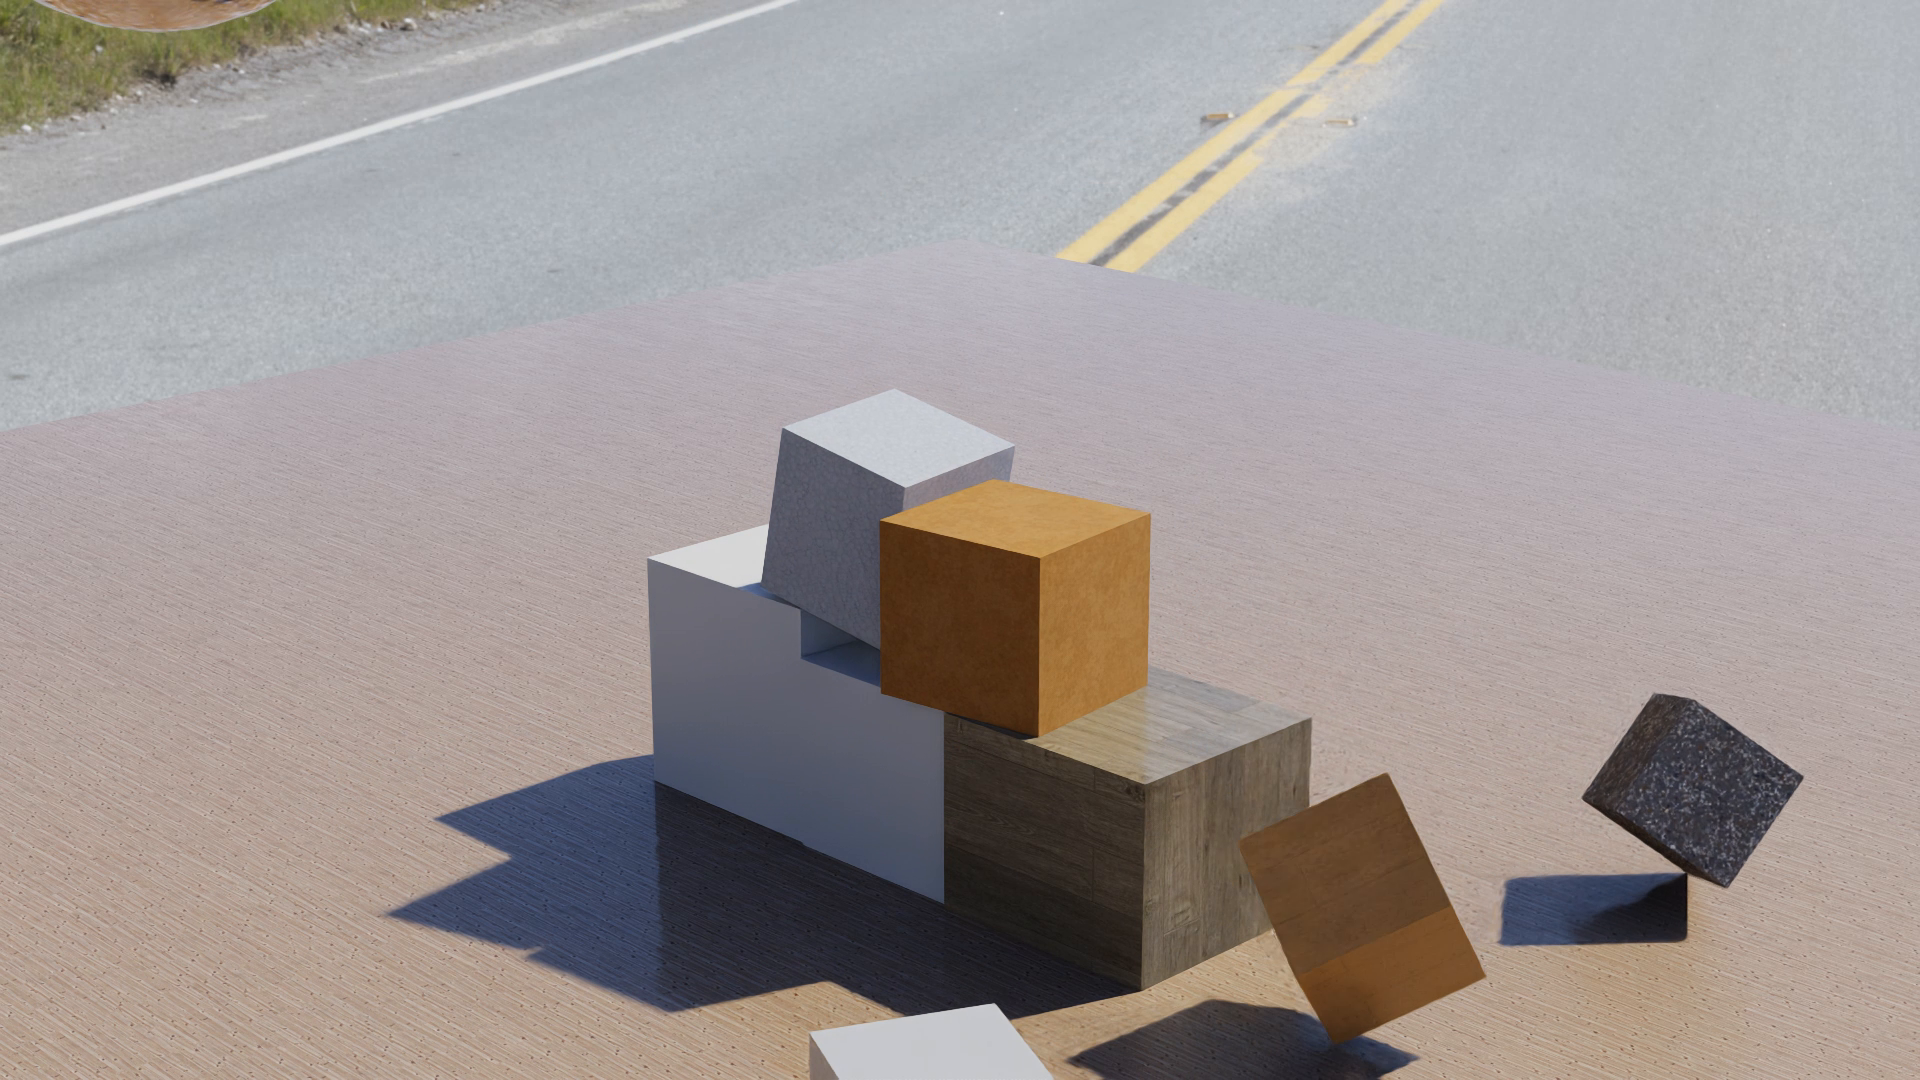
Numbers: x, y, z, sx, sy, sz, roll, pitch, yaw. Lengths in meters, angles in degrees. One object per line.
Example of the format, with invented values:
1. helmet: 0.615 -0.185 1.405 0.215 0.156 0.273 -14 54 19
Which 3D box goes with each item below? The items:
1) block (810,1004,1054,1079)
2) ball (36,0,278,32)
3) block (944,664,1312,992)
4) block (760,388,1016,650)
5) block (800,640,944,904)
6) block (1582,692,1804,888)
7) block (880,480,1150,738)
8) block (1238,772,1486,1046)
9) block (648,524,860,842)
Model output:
1. block: -0.082 2.164 10.172 0.692 0.771 0.739 -6 18 -18
2. ball: -2.696 -2.497 9.731 1.600 1.600 1.600 0 17 0
3. block: 0.732 1.209 12.937 1.175 0.936 1.095 17 24 42
4. block: -0.335 -0.110 13.532 0.733 0.818 0.797 26 30 31
5. block: -0.015 0.978 13.684 1.078 0.929 0.967 -17 24 -42
6. block: 3.275 1.113 13.152 0.597 0.596 0.655 35 -1 -1
7. block: 0.245 0.282 12.980 0.873 0.807 0.819 13 22 36
8. block: 1.614 1.485 11.791 0.667 0.628 0.677 -26 49 6
9. block: -0.765 0.648 14.350 1.107 1.160 1.018 17 24 42
